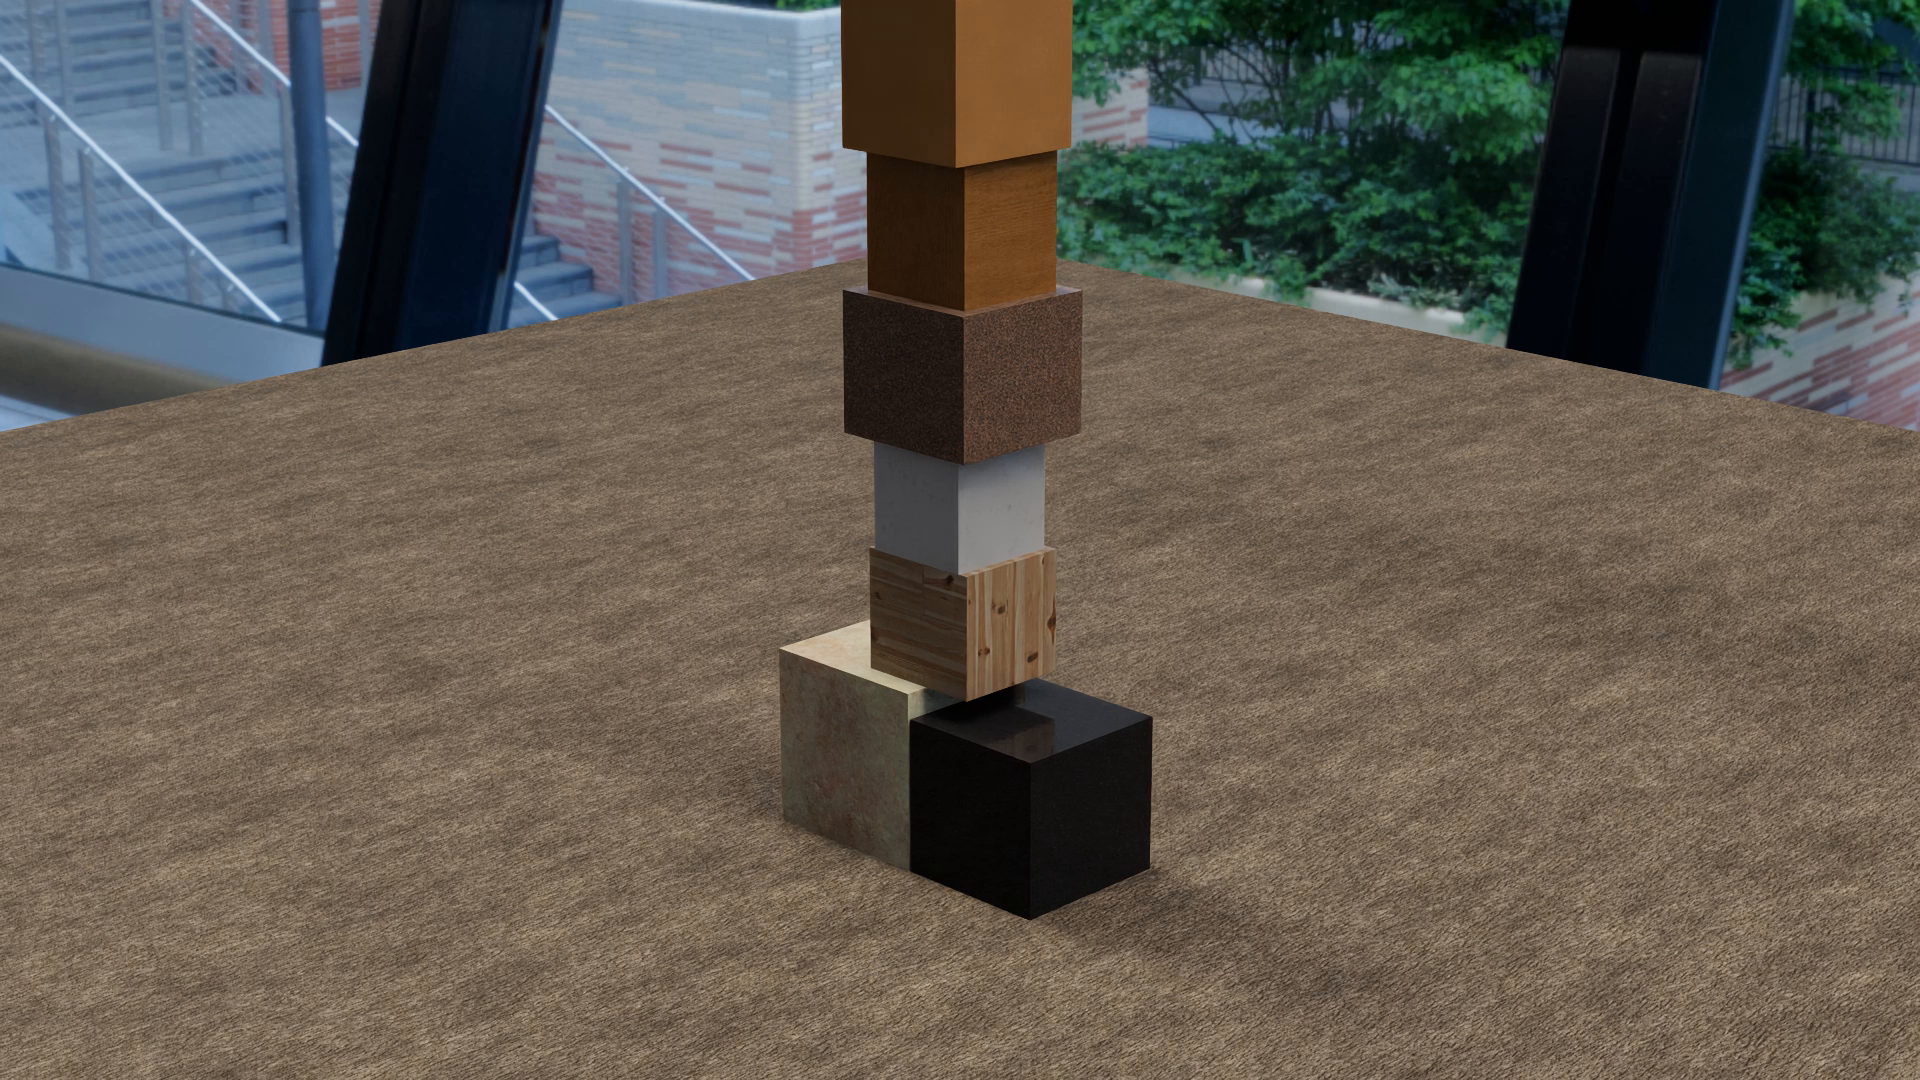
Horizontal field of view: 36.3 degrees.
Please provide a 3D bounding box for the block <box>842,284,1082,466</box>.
[{"bbox_3d":[0.011,-0.796,13.104,0.747,0.657,0.759,-17,24,-42],"label":"block"}]

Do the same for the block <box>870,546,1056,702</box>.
[{"bbox_3d":[0.013,0.316,13.455,0.580,0.588,0.627,-17,24,-42],"label":"block"}]

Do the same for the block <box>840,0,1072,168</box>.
[{"bbox_3d":[-0.014,-2.054,12.682,0.711,0.717,0.701,-17,24,-42],"label":"block"}]

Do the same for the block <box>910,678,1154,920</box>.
[{"bbox_3d":[0.325,1.164,13.393,0.802,0.749,0.754,-17,24,-42],"label":"block"}]

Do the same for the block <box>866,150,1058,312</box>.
[{"bbox_3d":[0.008,-1.413,12.906,0.574,0.639,0.606,-17,24,-42],"label":"block"}]

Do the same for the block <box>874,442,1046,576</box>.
[{"bbox_3d":[-0.002,-0.219,13.271,0.553,0.544,0.538,-17,24,-42],"label":"block"}]

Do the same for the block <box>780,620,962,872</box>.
[{"bbox_3d":[-0.273,0.936,13.915,0.765,0.870,0.874,-17,24,-42],"label":"block"}]
